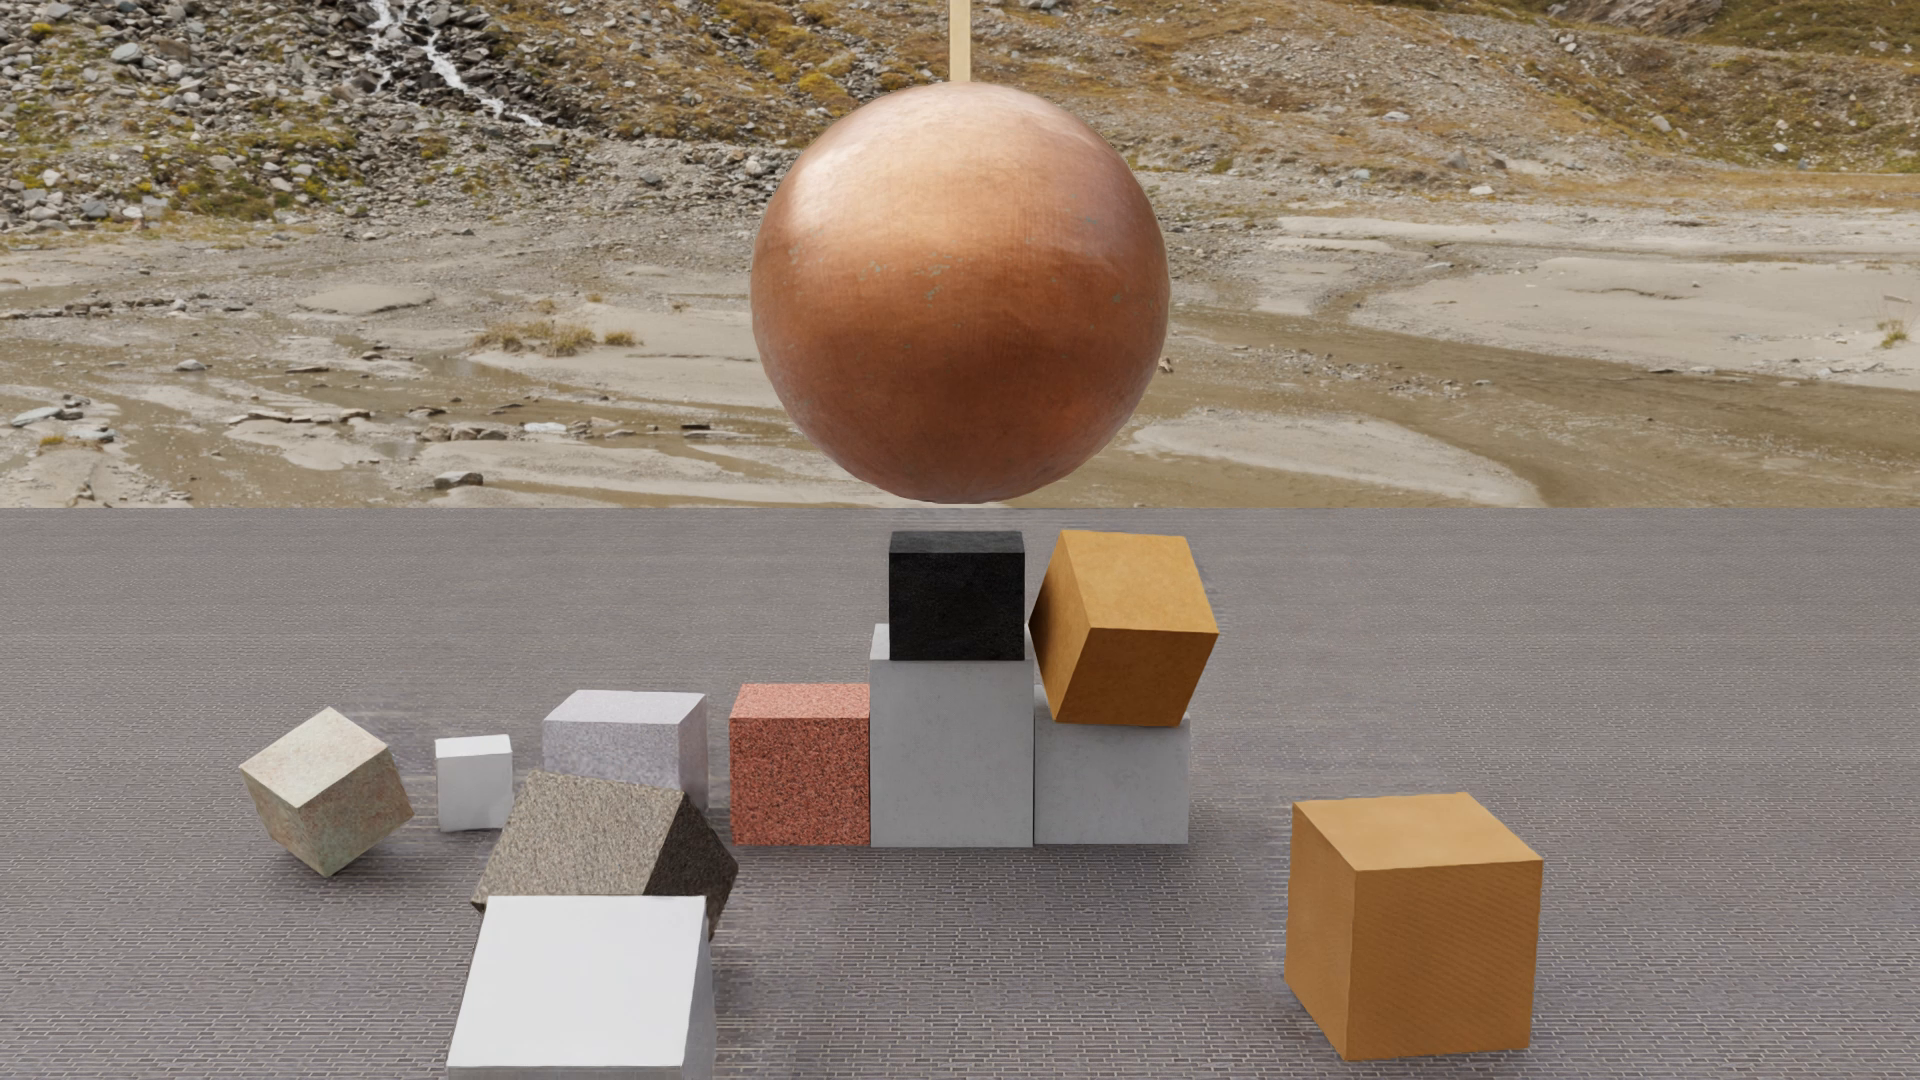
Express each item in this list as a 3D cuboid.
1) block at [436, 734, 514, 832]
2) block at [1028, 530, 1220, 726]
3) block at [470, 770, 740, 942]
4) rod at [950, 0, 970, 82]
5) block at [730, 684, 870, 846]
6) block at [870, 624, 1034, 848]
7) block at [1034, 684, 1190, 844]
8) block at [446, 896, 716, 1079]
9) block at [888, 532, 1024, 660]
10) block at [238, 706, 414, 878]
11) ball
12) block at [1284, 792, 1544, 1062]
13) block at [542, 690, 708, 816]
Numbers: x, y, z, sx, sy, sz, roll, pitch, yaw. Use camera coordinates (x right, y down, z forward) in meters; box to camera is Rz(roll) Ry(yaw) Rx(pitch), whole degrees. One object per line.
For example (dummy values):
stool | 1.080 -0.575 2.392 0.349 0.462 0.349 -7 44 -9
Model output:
block | -2.536 1.267 11.488 0.378 0.396 0.364 -3 11 -14
block | 0.795 0.438 10.889 0.654 0.666 0.676 3 42 -16
block | -1.461 1.432 9.149 0.742 0.647 0.626 5 55 23
rod | 0.000 -4.214 9.279 0.080 5.200 0.080 0 -15 0
block | -0.805 1.151 11.387 0.696 0.662 0.706 0 10 0
block | -0.041 0.995 11.378 0.816 0.971 0.816 0 10 0
block | 0.763 1.153 11.399 0.778 0.653 0.698 0 10 0
block | -1.255 1.730 7.472 0.748 0.670 0.792 0 33 0
block | -0.016 0.275 11.116 0.667 0.541 0.603 0 10 0
block | -3.090 1.229 10.746 0.512 0.467 0.528 24 47 37
ball | 0.000 -0.932 8.390 1.600 1.600 1.600 0 10 0
block | 1.796 1.532 8.809 0.753 0.790 0.746 -2 14 -10
block | -1.720 1.167 11.390 0.699 0.628 0.627 1 10 6
